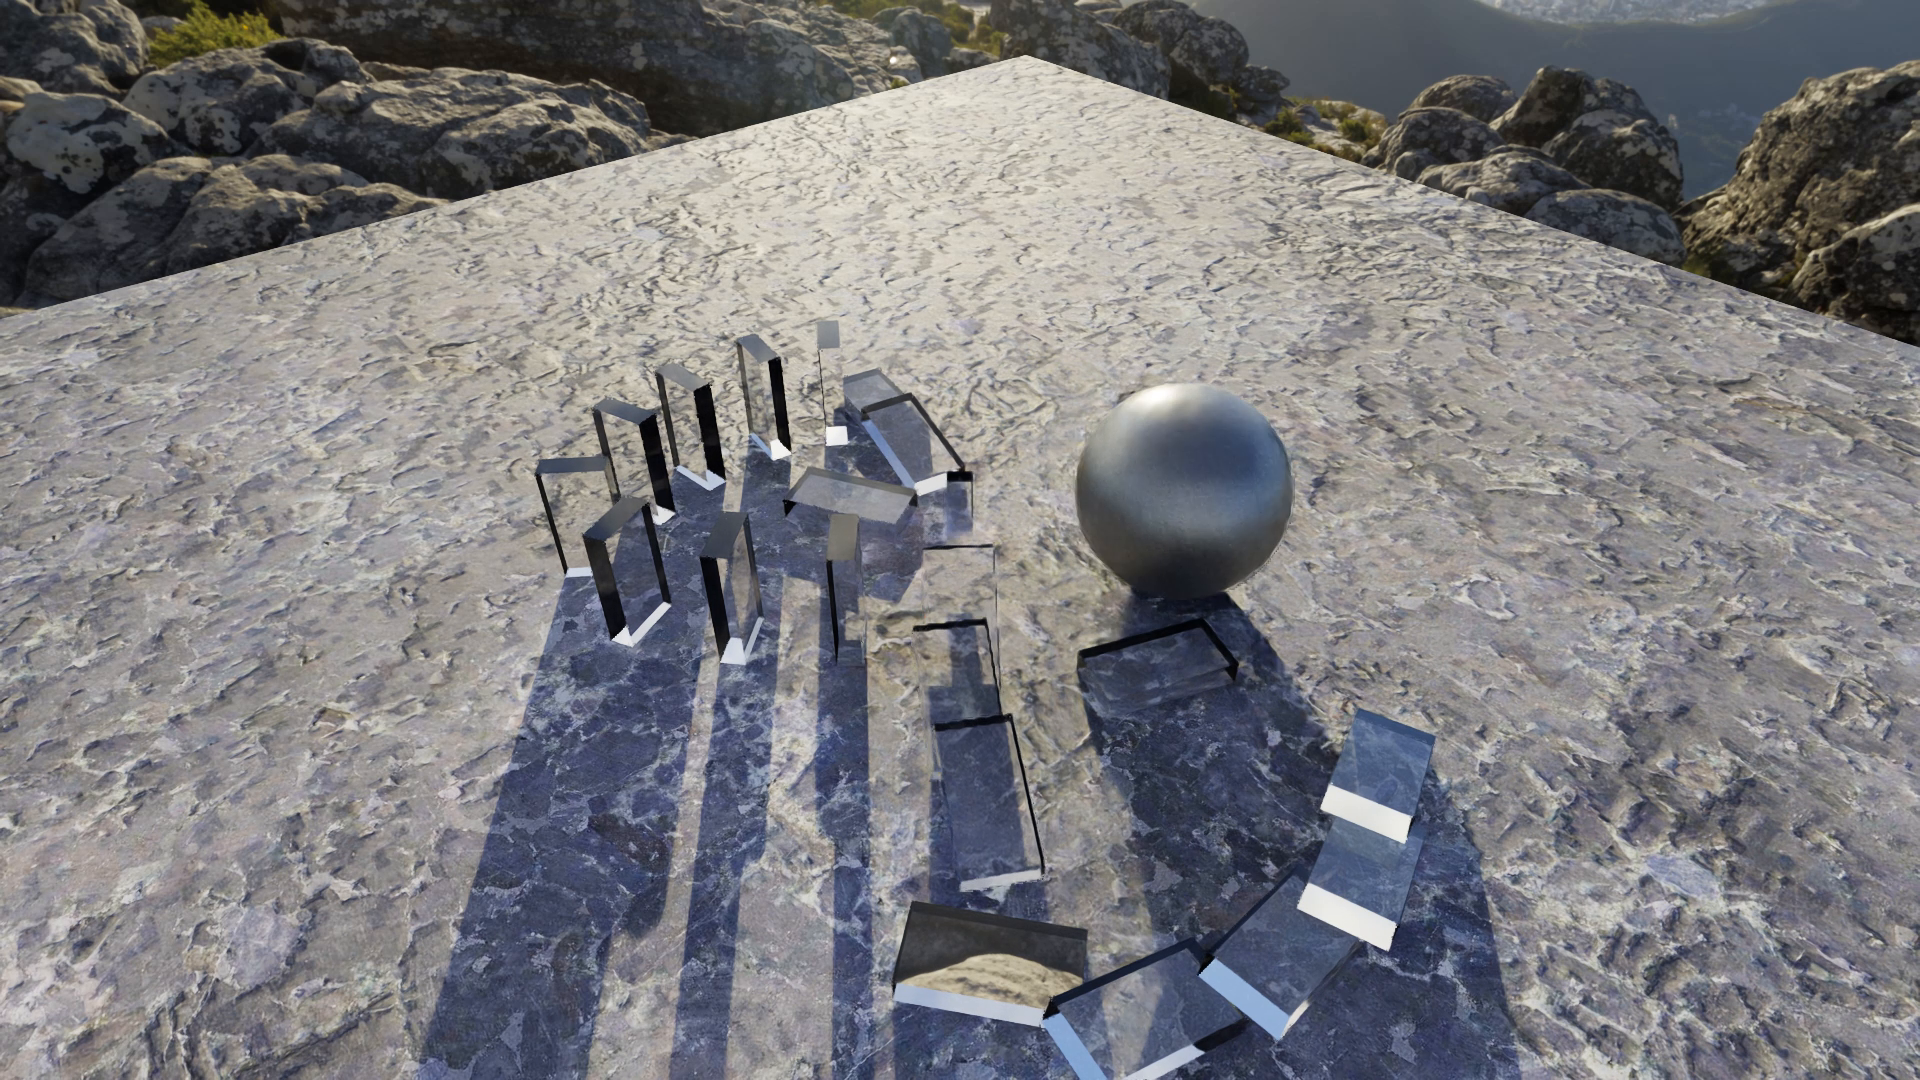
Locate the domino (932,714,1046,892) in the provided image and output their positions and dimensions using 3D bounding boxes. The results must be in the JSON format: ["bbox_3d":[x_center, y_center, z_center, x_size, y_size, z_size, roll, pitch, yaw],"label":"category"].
[{"bbox_3d":[0.008,0.079,0.336,0.025,0.009,0.050,-7,55,-8],"label":"domino"}]

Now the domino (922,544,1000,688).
[{"bbox_3d":[0.000,0.027,0.386,0.025,0.010,0.050,-2,81,-2],"label":"domino"}]

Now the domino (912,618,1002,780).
[{"bbox_3d":[0.000,0.052,0.364,0.025,0.010,0.050,-6,64,-7],"label":"domino"}]

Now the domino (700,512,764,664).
[{"bbox_3d":[-0.080,0.017,0.390,0.010,0.050,0.025,5,40,6],"label":"domino"}]

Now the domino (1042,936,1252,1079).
[{"bbox_3d":[0.049,0.123,0.284,0.050,0.009,0.025,-8,37,-33],"label":"domino"}]

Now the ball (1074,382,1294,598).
[{"bbox_3d":[0.083,-0.018,0.410,0.080,0.080,0.080,0,39,0],"label":"ball"}]

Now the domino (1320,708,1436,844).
[{"bbox_3d":[0.132,0.072,0.345,0.025,0.010,0.050,20,28,22],"label":"domino"}]

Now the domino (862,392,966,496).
[{"bbox_3d":[-0.021,-0.043,0.487,0.025,0.010,0.050,-20,57,-23],"label":"domino"}]

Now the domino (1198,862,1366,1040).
[{"bbox_3d":[0.090,0.111,0.300,0.025,0.009,0.050,32,36,33],"label":"domino"}]

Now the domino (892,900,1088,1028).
[{"bbox_3d":[0.009,0.116,0.301,0.050,0.010,0.025,7,40,8],"label":"domino"}]

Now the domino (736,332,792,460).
[{"bbox_3d":[-0.087,-0.063,0.489,0.010,0.050,0.025,-23,44,-25],"label":"domino"}]

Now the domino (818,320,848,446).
[{"bbox_3d":[-0.058,-0.071,0.498,0.009,0.050,0.025,-4,40,-5],"label":"domino"}]

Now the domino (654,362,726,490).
[{"bbox_3d":[-0.115,-0.048,0.470,0.025,0.050,0.009,30,48,31],"label":"domino"}]

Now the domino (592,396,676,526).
[{"bbox_3d":[-0.133,-0.032,0.451,0.025,0.050,0.010,20,43,22],"label":"domino"}]

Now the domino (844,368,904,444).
[{"bbox_3d":[-0.038,-0.063,0.521,0.025,0.010,0.050,-20,44,-23],"label":"domino"}]

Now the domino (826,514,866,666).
[{"bbox_3d":[-0.040,0.018,0.389,0.010,0.050,0.025,-1,39,-1],"label":"domino"}]

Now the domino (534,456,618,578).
[{"bbox_3d":[-0.143,-0.008,0.422,0.025,0.050,0.009,-3,39,-4],"label":"domino"}]

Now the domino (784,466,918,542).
[{"bbox_3d":[-0.046,-0.015,0.462,0.050,0.009,0.025,13,41,15],"label":"domino"}]

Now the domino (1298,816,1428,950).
[{"bbox_3d":[0.117,0.094,0.317,0.025,0.010,0.050,21,27,24],"label":"domino"}]

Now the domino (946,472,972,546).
[{"bbox_3d":[0.000,0.002,0.408,0.009,0.025,0.050,0,78,0],"label":"domino"}]

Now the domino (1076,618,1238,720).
[{"bbox_3d":[0.069,0.045,0.389,0.050,0.010,0.025,-13,41,-15],"label":"domino"}]

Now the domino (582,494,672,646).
[{"bbox_3d":[-0.119,0.012,0.397,0.010,0.050,0.025,15,42,18],"label":"domino"}]
